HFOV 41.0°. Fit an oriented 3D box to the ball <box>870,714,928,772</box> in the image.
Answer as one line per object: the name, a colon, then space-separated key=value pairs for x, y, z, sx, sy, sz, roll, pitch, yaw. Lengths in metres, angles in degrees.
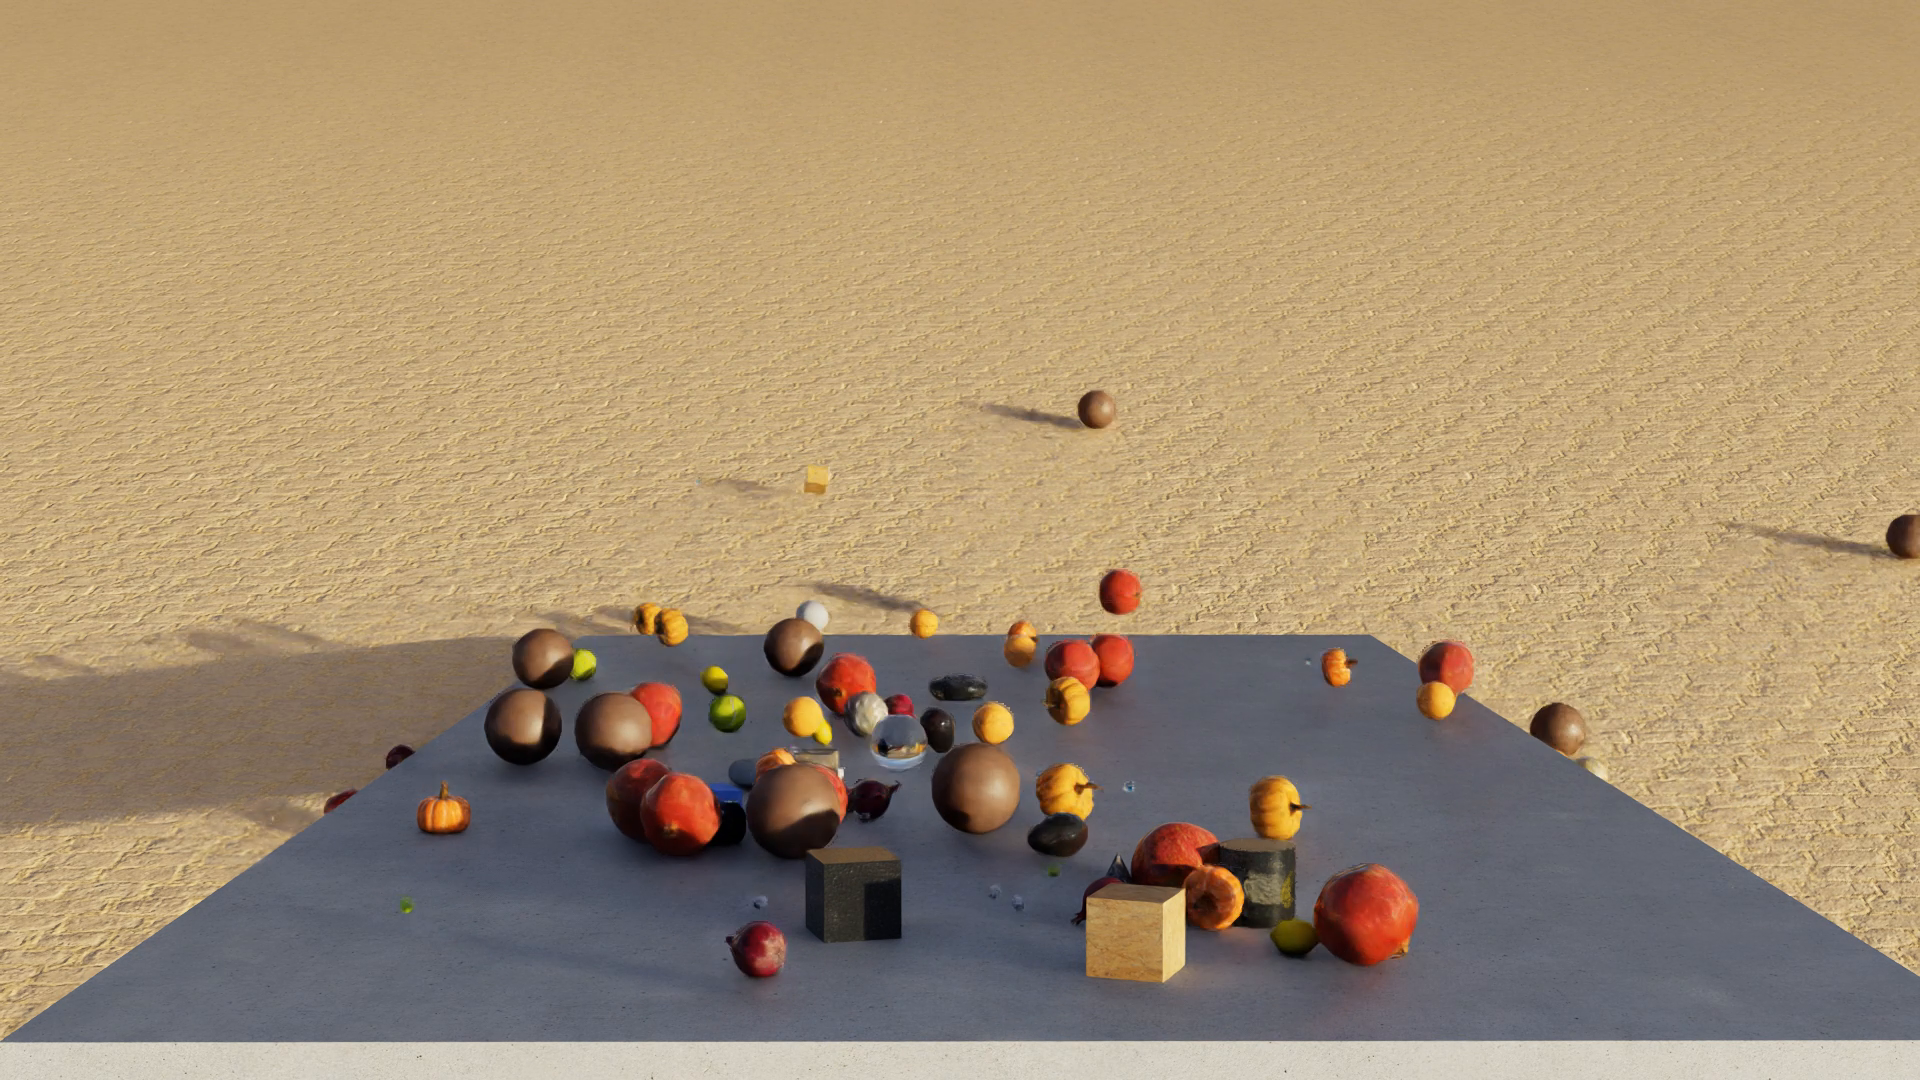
ball: x=-0.102 y=0.337 z=4.262 sx=0.097 sy=0.097 sz=0.097 roll=0 pitch=20 yaw=0

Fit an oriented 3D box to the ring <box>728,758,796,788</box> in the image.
ring: x=-0.315 y=0.375 z=4.128 sx=0.116 sy=0.039 sz=0.116 roll=3 pitch=1 yaw=0

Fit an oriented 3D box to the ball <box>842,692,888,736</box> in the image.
ball: x=-0.172 y=0.317 z=4.678 sx=0.083 sy=0.083 sz=0.083 roll=0 pitch=20 yaw=0

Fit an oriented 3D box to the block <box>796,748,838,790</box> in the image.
block: x=-0.229 y=0.367 z=4.102 sx=0.058 sy=0.058 sz=0.058 roll=0 pitch=4 yaw=8

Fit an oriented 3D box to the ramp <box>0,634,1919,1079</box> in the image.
ramp: x=0.046 y=0.418 z=4.535 sx=2.000 sy=0.100 sz=4.000 roll=0 pitch=4 yaw=0

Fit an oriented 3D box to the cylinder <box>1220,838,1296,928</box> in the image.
cylinder: x=0.359 y=0.413 z=3.099 sx=0.091 sy=0.091 sz=0.091 roll=0 pitch=4 yaw=0

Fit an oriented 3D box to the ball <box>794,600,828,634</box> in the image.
ball: x=-0.379 y=0.197 z=6.554 sx=0.085 sy=0.085 sz=0.085 roll=0 pitch=20 yaw=0

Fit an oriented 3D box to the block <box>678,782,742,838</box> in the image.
block: x=-0.358 y=0.389 z=3.670 sx=0.069 sy=0.069 sz=0.069 roll=-2 pitch=4 yaw=-28

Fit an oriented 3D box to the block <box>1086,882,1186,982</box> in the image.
block: x=0.194 y=0.433 z=2.834 sx=0.087 sy=0.087 sz=0.087 roll=1 pitch=4 yaw=21

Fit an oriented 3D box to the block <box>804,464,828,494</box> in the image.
block: x=-0.436 y=-0.183 z=7.791 sx=0.062 sy=0.062 sz=0.062 roll=8 pitch=60 yaw=-10

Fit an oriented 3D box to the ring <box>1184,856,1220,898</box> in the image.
ring: x=0.344 y=0.429 z=3.264 sx=0.118 sy=0.039 sz=0.118 roll=1 pitch=4 yaw=0

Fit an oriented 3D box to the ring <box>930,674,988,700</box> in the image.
ring: x=-0.003 y=0.302 z=5.260 sx=0.122 sy=0.041 sz=0.122 roll=1 pitch=4 yaw=0

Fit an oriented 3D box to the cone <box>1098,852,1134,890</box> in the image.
cone: x=0.193 y=0.418 z=3.128 sx=0.079 sy=0.079 sz=0.079 roll=0 pitch=4 yaw=0

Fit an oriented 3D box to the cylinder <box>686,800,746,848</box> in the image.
cylinder: x=-0.341 y=0.398 z=3.597 sx=0.060 sy=0.060 sz=0.060 roll=-3 pitch=17 yaw=-43

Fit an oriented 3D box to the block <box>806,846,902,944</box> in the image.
block: x=-0.126 y=0.417 z=3.030 sx=0.093 sy=0.093 sz=0.093 roll=-1 pitch=4 yaw=-17

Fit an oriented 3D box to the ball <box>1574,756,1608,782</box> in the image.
ball: x=1.251 y=0.474 z=5.122 sx=0.084 sy=0.084 sz=0.084 roll=0 pitch=20 yaw=0
